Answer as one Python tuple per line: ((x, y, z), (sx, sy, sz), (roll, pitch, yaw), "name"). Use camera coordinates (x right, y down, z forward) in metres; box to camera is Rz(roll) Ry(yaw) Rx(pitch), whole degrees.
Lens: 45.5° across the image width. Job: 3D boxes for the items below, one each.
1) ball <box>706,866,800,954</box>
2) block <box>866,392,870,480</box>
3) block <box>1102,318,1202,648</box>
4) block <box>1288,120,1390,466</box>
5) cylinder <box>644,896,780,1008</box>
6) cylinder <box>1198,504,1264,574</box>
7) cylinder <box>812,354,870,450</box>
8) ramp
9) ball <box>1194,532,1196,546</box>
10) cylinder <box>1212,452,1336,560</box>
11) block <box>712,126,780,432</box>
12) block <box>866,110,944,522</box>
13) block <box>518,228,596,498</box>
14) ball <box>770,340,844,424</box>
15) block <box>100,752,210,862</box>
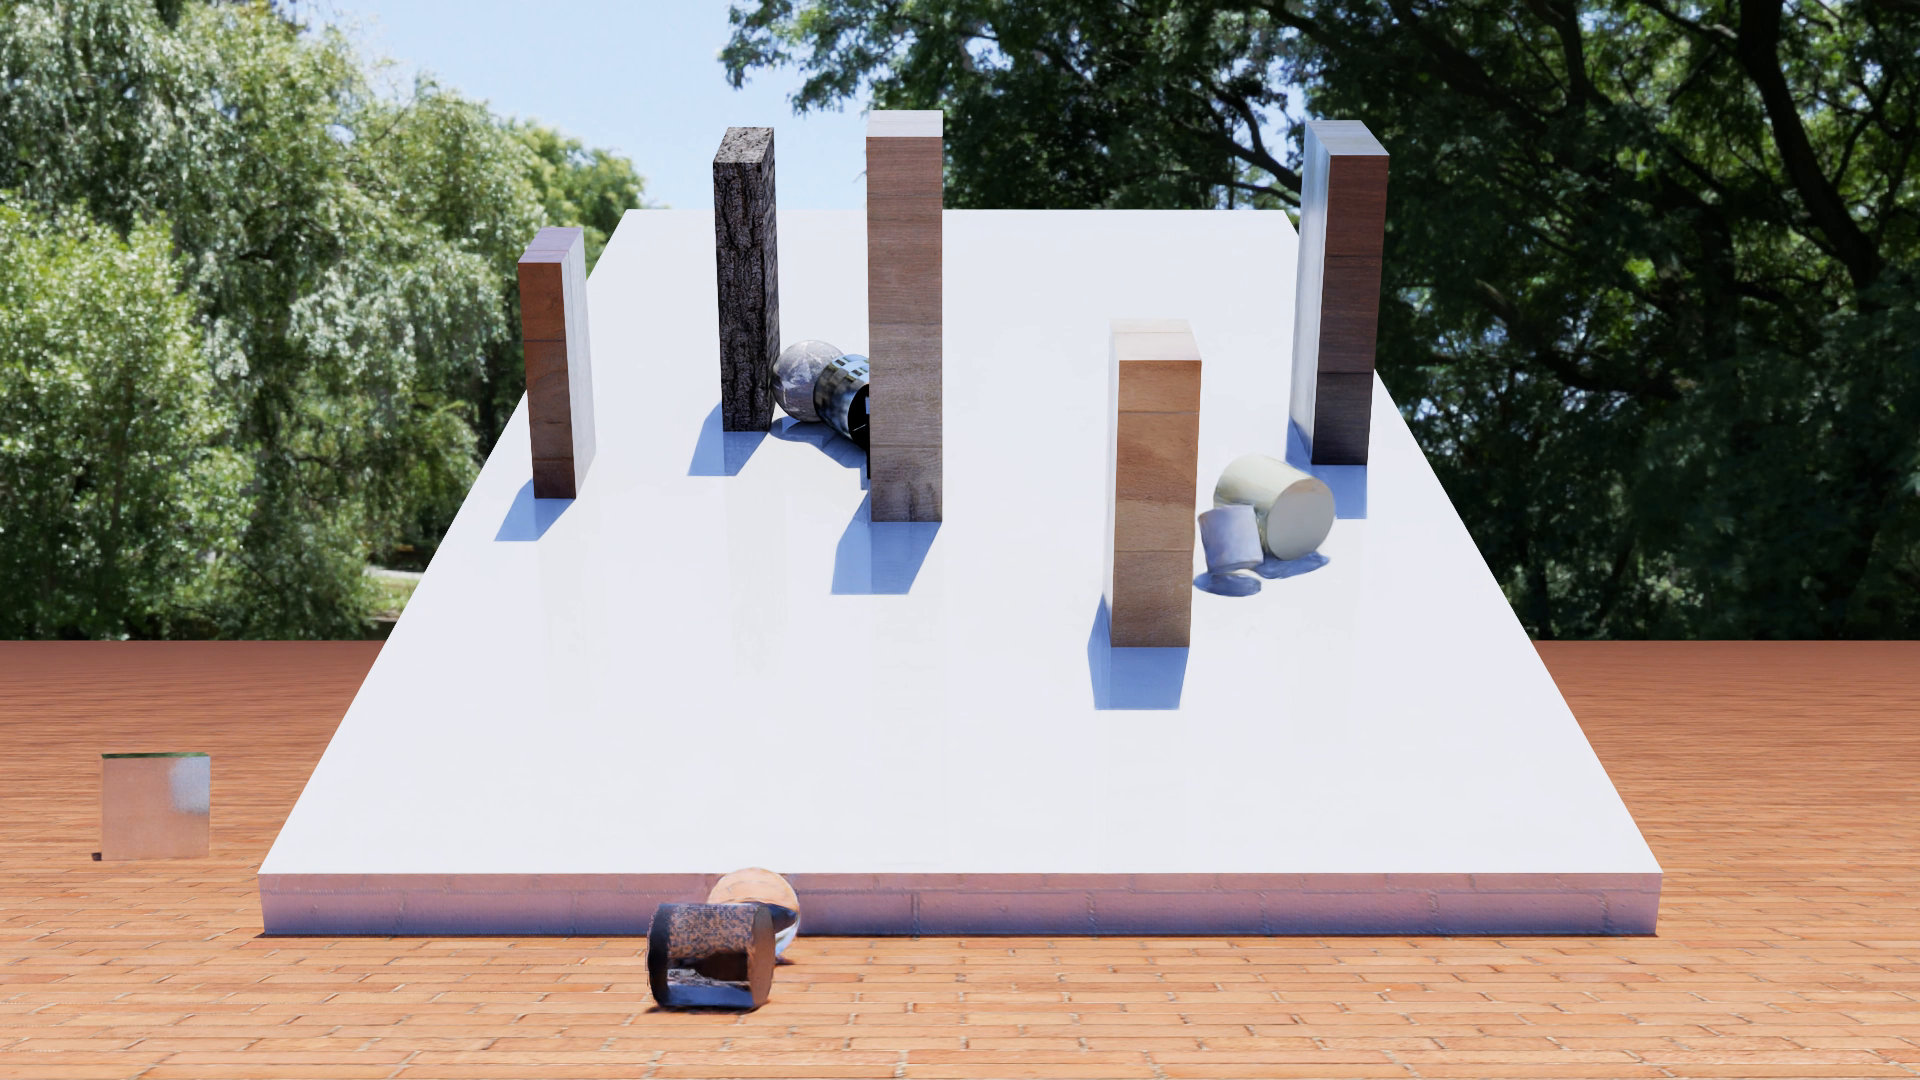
((-0.272, 0.492, 3.010), (0.125, 0.125, 0.125), (0, -2, 0), "ball")
((-0.125, -0.221, 4.812), (0.143, 0.143, 0.143), (-1, 22, -3), "block")
((0.331, -0.101, 4.003), (0.137, 0.521, 0.247), (0, 22, 0), "block")
((0.803, -0.531, 4.894), (0.119, 0.662, 0.349), (0, 22, 0), "block")
((-0.287, 0.481, 2.660), (0.117, 0.117, 0.117), (-15, -7, 18), "cylinder")
((0.502, -0.002, 4.254), (0.106, 0.106, 0.106), (-10, -10, -2), "cylinder")
((-0.203, -0.296, 4.959), (0.174, 0.174, 0.174), (1, 19, -32), "cylinder")
((-0.006, -0.219, 5.137), (2.000, 0.100, 4.000), (0, 22, 0), "ramp")
((0.362, -0.003, 4.256), (0.151, 0.151, 0.151), (0, -2, 0), "ball")
((0.601, -0.065, 4.393), (0.166, 0.166, 0.166), (2, 18, -33), "cylinder")
((-0.471, -0.586, 5.111), (0.103, 0.599, 0.371), (0, 22, 0), "block")
((-0.105, -0.438, 4.513), (0.142, 0.768, 0.247), (0, 22, 0), "block")
((-0.822, -0.366, 4.699), (0.085, 0.493, 0.284), (0, 22, 0), "block")
((-0.327, -0.352, 5.084), (0.185, 0.185, 0.185), (0, -2, 0), "ball")
((-1.576, 0.518, 4.482), (0.194, 0.194, 0.194), (1, -3, -22), "block")
